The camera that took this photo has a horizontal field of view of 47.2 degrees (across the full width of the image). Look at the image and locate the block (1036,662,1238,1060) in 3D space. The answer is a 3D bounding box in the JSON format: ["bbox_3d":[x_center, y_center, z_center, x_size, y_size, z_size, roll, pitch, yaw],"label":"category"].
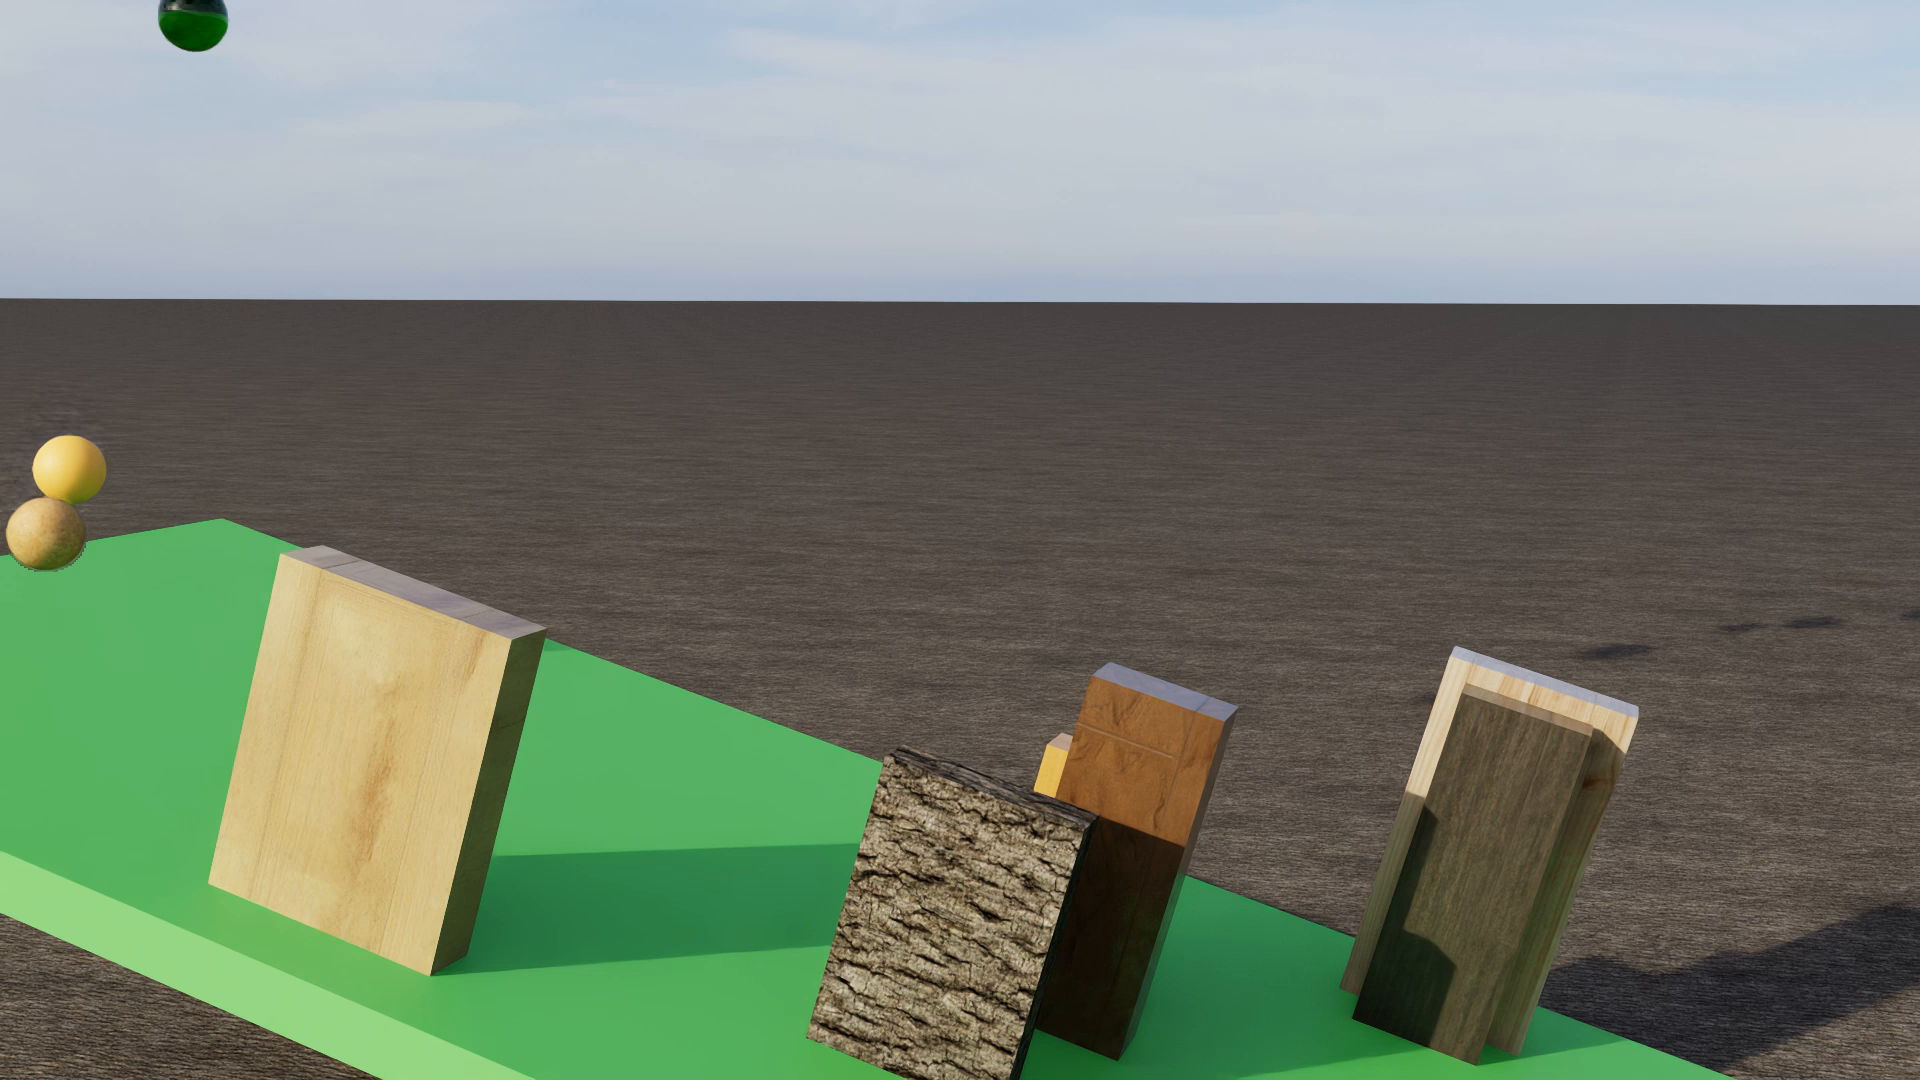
[{"bbox_3d":[0.276,0.574,3.949,0.246,0.652,0.140,19,12,14],"label":"block"}]

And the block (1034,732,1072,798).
[{"bbox_3d":[0.268,0.632,4.235,0.312,0.428,0.113,19,12,14],"label":"block"}]

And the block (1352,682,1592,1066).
[{"bbox_3d":[1.019,0.665,4.386,0.258,0.707,0.114,19,12,14],"label":"block"}]

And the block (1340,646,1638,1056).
[{"bbox_3d":[1.084,0.636,4.524,0.382,0.743,0.130,19,12,14],"label":"block"}]

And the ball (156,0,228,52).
[{"bbox_3d":[-1.679,-1.144,4.814,0.149,0.149,0.149,0,7,0],"label":"ball"}]

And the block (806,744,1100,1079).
[{"bbox_3d":[-0.015,0.638,3.618,0.347,0.507,0.104,19,12,14],"label":"block"}]

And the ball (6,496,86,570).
[{"bbox_3d":[-1.853,-0.013,4.458,0.149,0.149,0.149,0,7,0],"label":"ball"}]

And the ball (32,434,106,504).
[{"bbox_3d":[-2.001,-0.159,4.944,0.155,0.155,0.155,0,7,0],"label":"ball"}]

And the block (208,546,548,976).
[{"bbox_3d":[-0.945,0.352,3.554,0.424,0.574,0.118,19,12,14],"label":"block"}]

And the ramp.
[{"bbox_3d":[-0.374,0.729,4.238,4.000,0.100,2.000,19,12,14],"label":"ramp"}]
